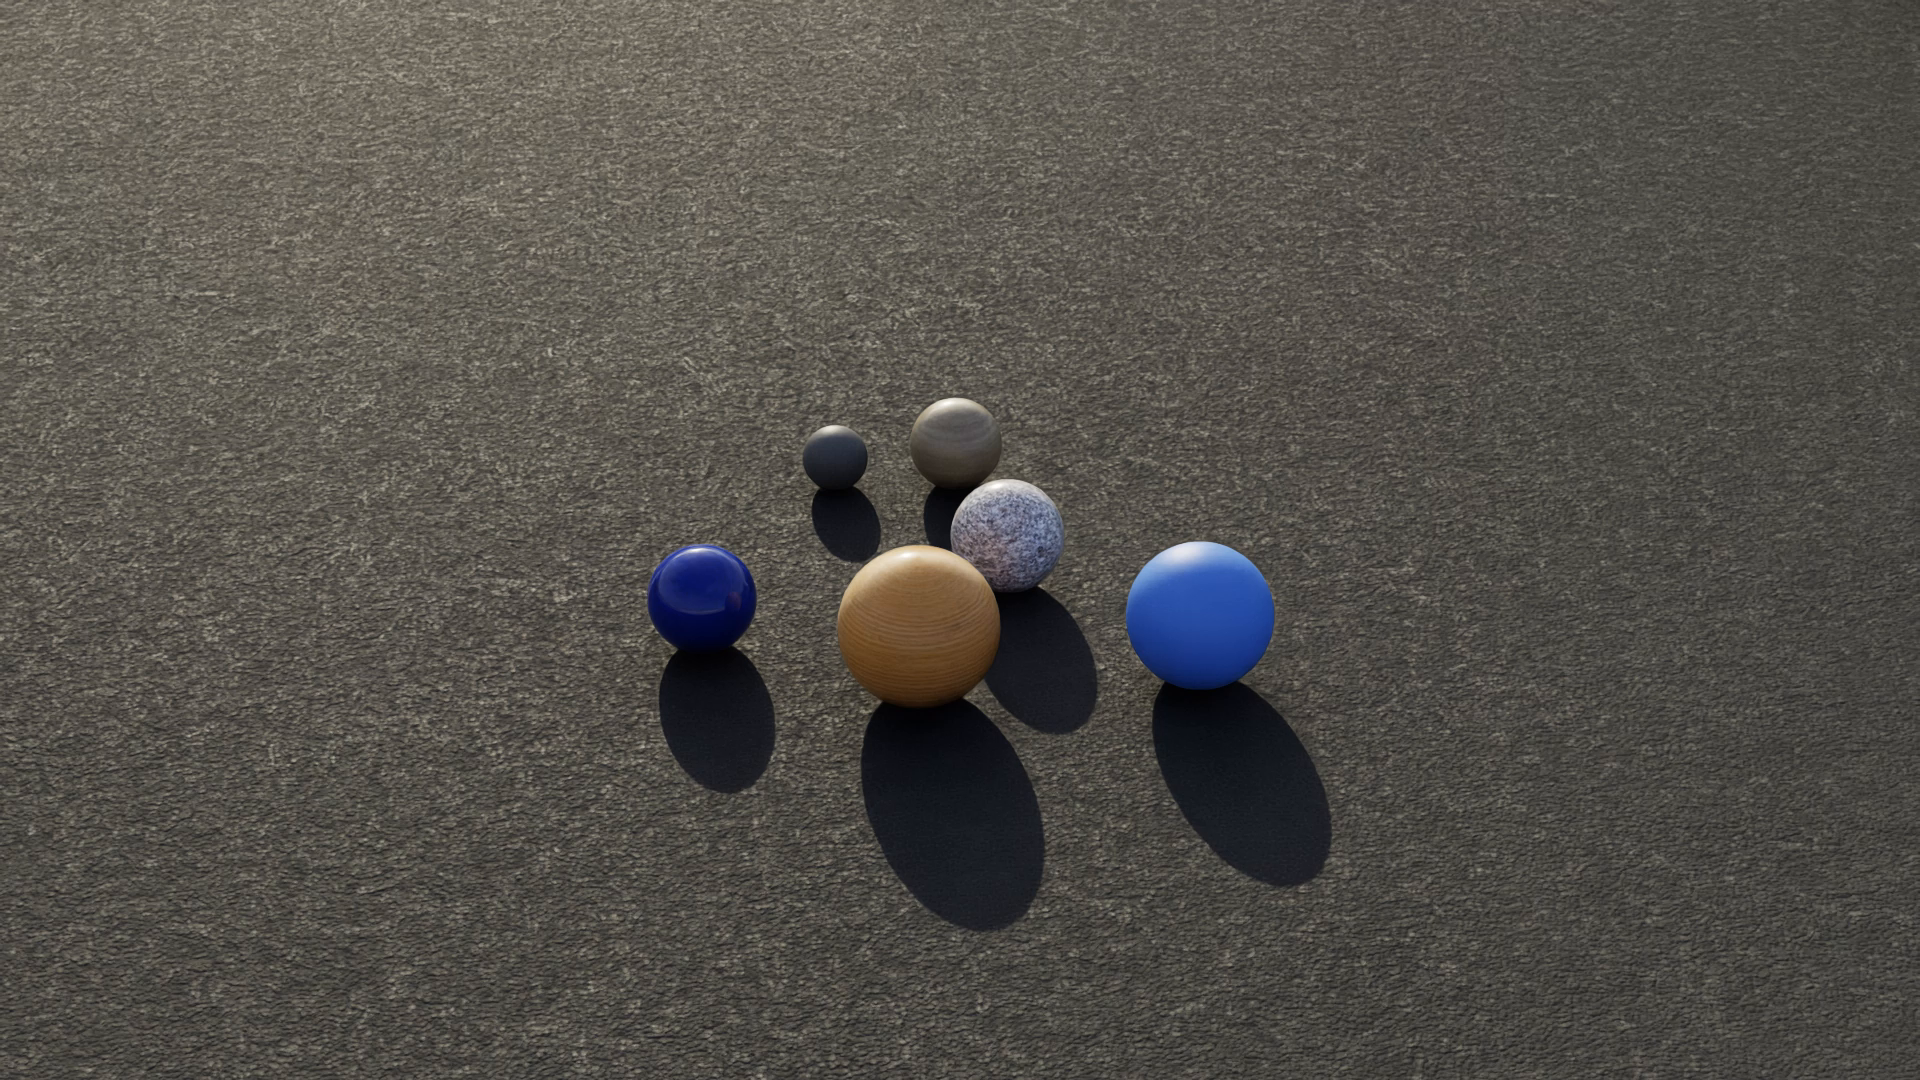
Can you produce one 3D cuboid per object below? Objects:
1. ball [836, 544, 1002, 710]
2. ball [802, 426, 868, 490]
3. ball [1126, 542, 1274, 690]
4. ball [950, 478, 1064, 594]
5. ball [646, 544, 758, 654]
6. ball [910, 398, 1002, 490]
[{"bbox_3d":[-0.022,0.048,1.610,0.090,0.090,0.090,0,30,0],"label":"ball"},{"bbox_3d":[-0.078,-0.051,1.832,0.041,0.041,0.041,0,30,0],"label":"ball"},{"bbox_3d":[0.133,0.042,1.628,0.082,0.082,0.082,0,30,0],"label":"ball"},{"bbox_3d":[0.028,-0.002,1.720,0.067,0.067,0.067,0,30,0],"label":"ball"},{"bbox_3d":[-0.146,0.033,1.663,0.062,0.062,0.062,0,30,0],"label":"ball"},{"bbox_3d":[-0.003,-0.060,1.830,0.058,0.058,0.058,0,30,0],"label":"ball"}]
